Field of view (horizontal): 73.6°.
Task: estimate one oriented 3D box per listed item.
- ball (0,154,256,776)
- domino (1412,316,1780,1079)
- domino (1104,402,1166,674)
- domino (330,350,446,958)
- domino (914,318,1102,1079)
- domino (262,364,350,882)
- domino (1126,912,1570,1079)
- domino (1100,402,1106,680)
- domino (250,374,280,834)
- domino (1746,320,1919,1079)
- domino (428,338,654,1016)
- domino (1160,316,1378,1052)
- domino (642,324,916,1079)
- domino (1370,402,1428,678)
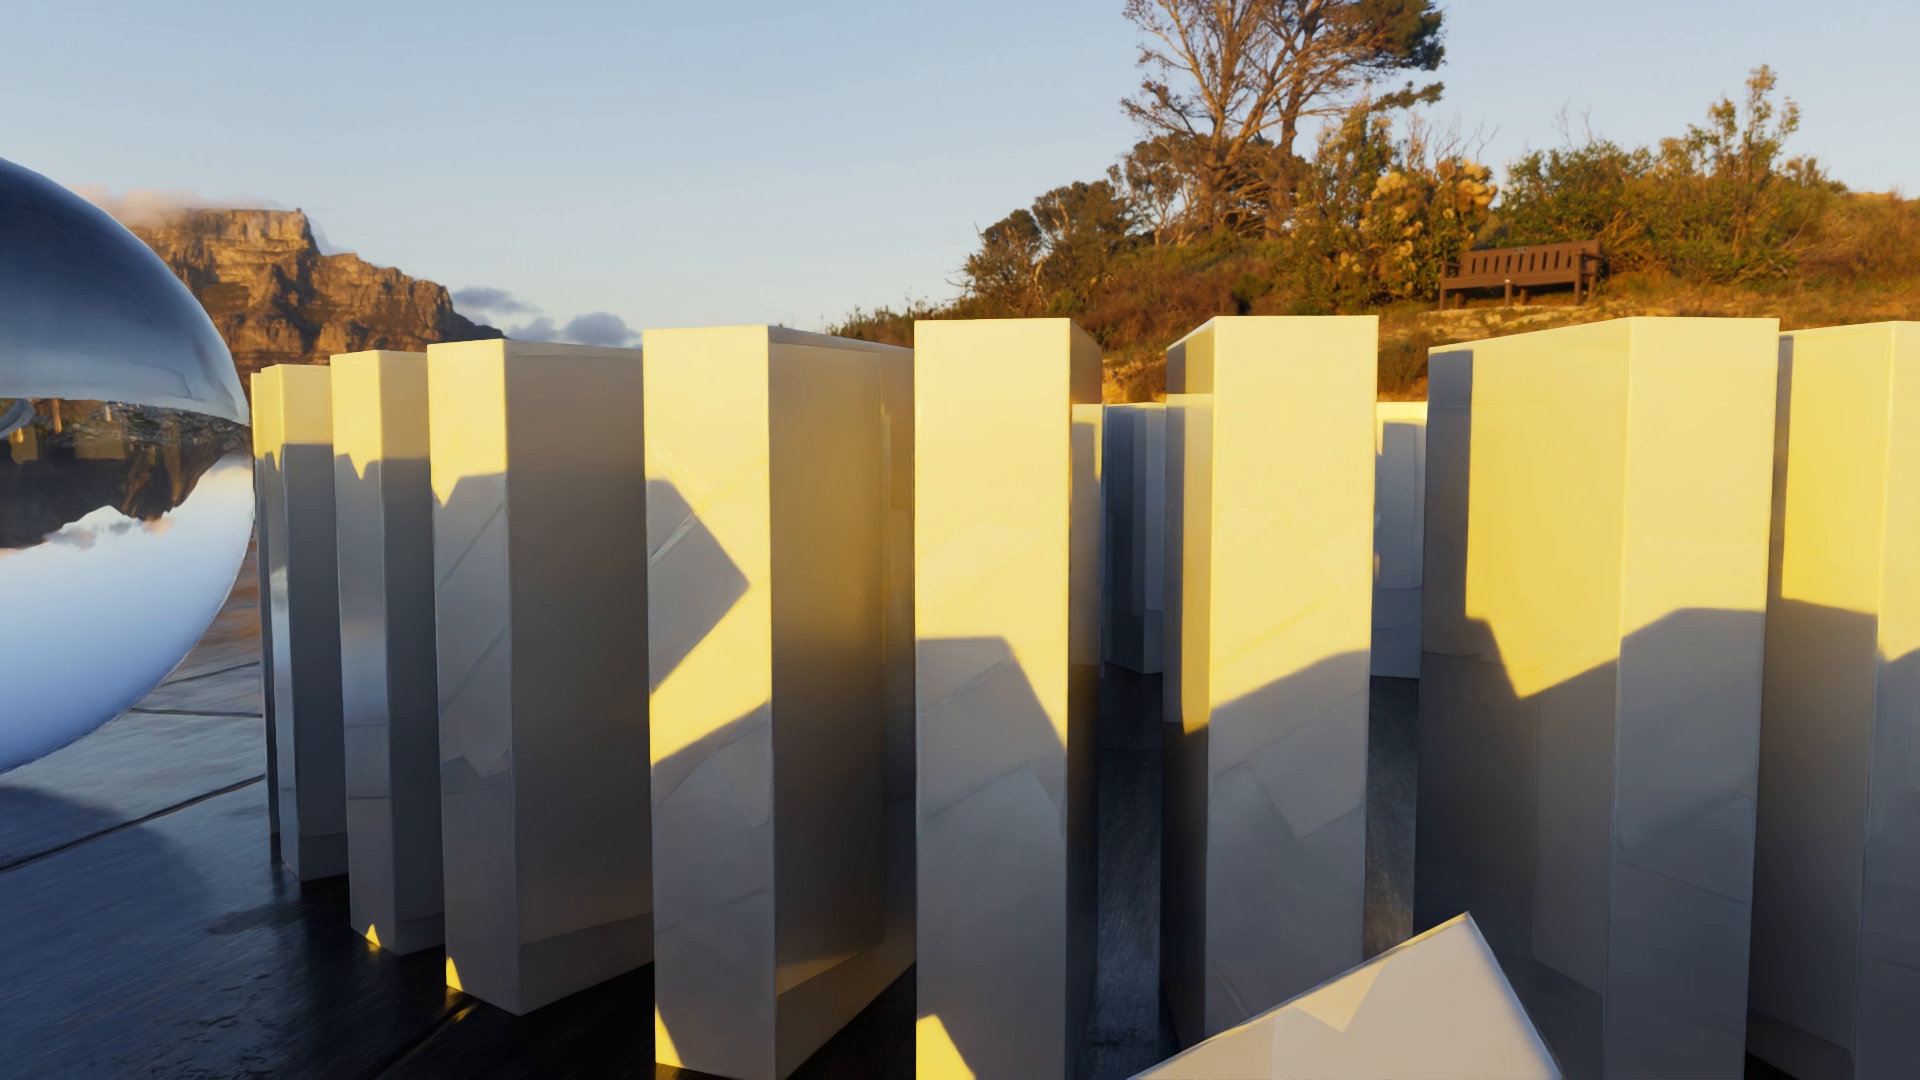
[{"bbox_3d":[-0.130,-0.009,0.154,0.080,0.080,0.080,0,4,0],"label":"ball"},{"bbox_3d":[0.043,0.011,0.091,0.010,0.050,0.025,-1,4,-7],"label":"domino"},{"bbox_3d":[0.034,-0.001,0.249,0.009,0.050,0.025,-2,5,-22],"label":"domino"},{"bbox_3d":[-0.042,0.009,0.117,0.009,0.050,0.025,4,6,43],"label":"domino"},{"bbox_3d":[0.004,0.011,0.092,0.009,0.050,0.025,1,4,11],"label":"domino"},{"bbox_3d":[-0.057,0.007,0.134,0.025,0.050,0.009,-3,5,-37],"label":"domino"},{"bbox_3d":[-0.012,0.024,0.015,0.050,0.010,0.025,-31,-2,11],"label":"domino"},{"bbox_3d":[0.015,0.000,0.237,0.009,0.050,0.025,-4,6,-39],"label":"domino"},{"bbox_3d":[-0.067,0.006,0.149,0.025,0.050,0.009,-2,5,-30],"label":"domino"},{"bbox_3d":[0.059,0.011,0.094,0.009,0.050,0.025,-1,4,-14],"label":"domino"},{"bbox_3d":[-0.029,0.010,0.106,0.010,0.050,0.025,3,5,36],"label":"domino"},{"bbox_3d":[0.020,0.011,0.090,0.009,0.050,0.025,0,4,3],"label":"domino"},{"bbox_3d":[-0.012,0.010,0.096,0.009,0.050,0.025,2,5,22],"label":"domino"},{"bbox_3d":[0.085,-0.001,0.244,0.009,0.050,0.025,2,5,27],"label":"domino"}]
